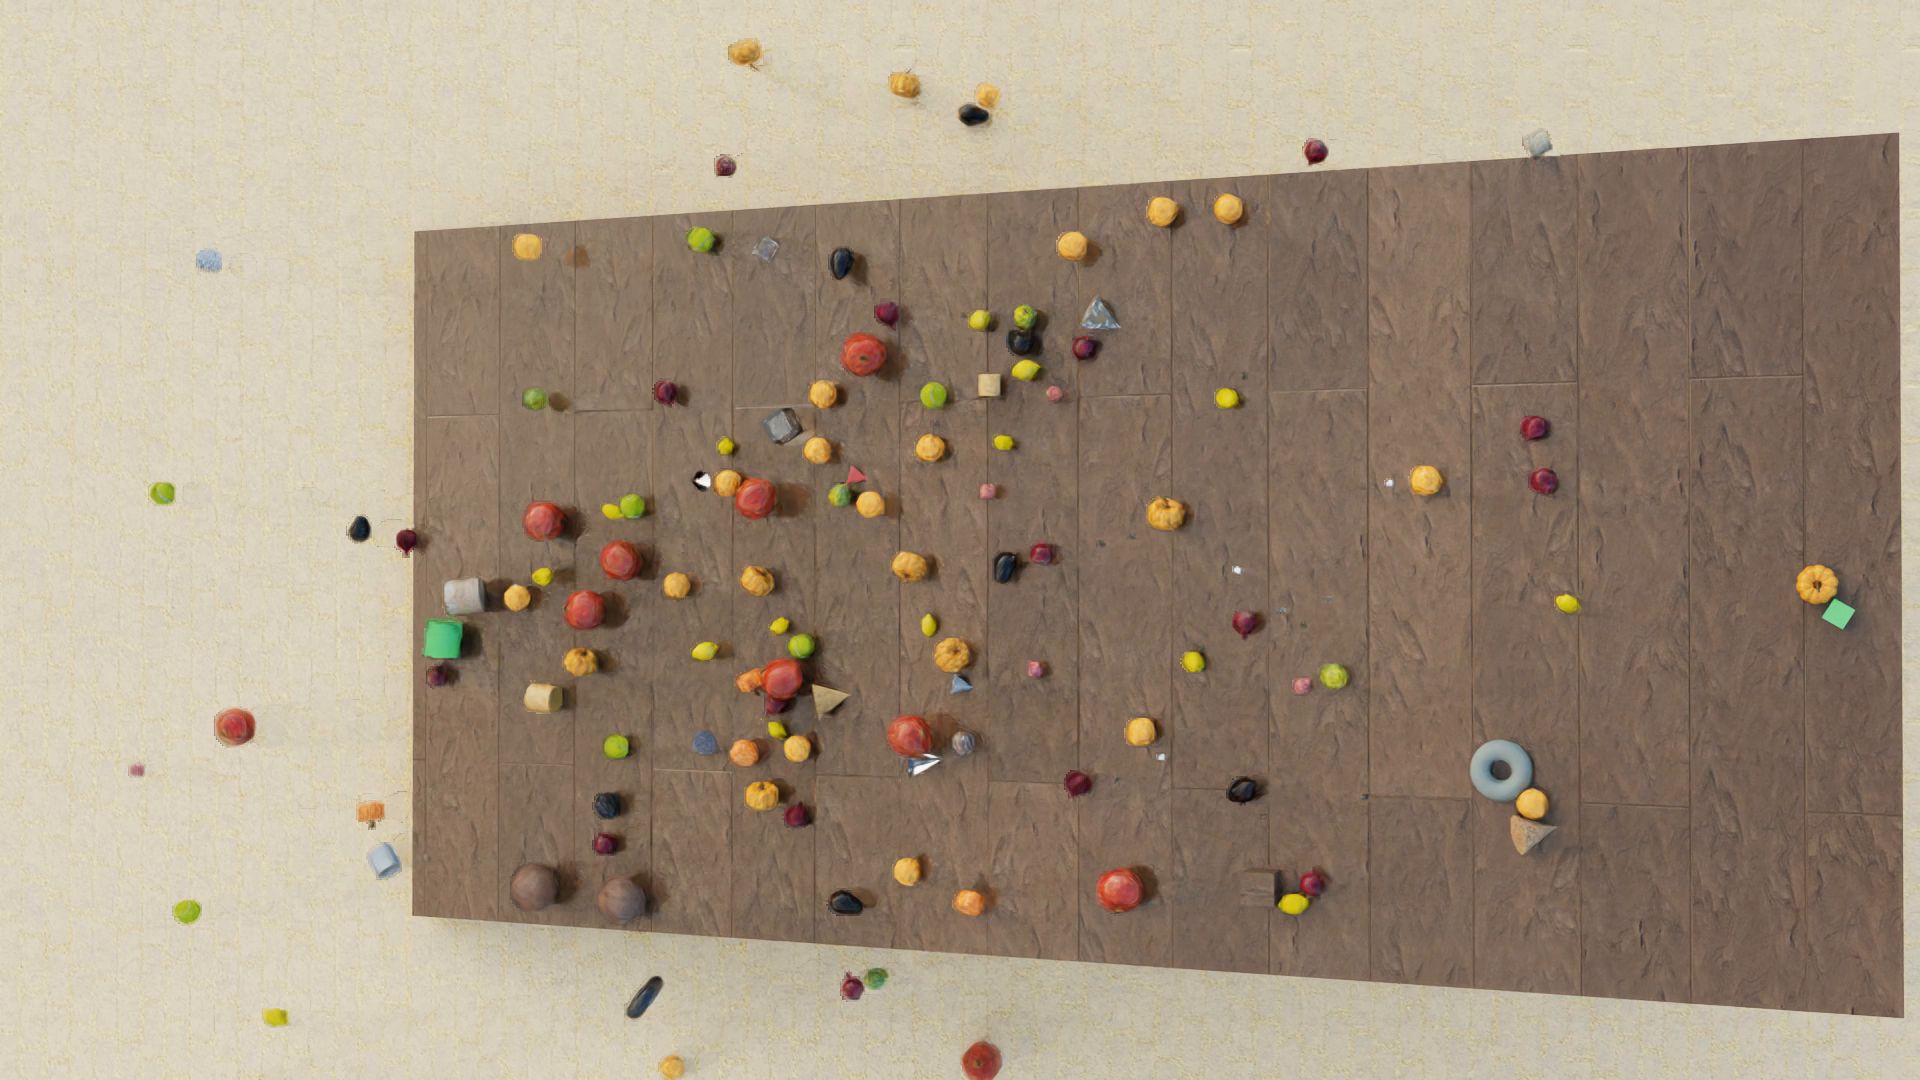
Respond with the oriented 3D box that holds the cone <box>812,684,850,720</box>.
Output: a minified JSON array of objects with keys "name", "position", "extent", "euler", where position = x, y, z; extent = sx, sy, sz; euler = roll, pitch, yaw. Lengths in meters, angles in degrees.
[{"name":"cone","position":[-0.341,0.425,5.904],"extent":[0.099,0.099,0.099],"euler":[-11,89,-6]}]

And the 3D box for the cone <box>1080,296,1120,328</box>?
[{"name":"cone","position":[0.370,-0.566,5.639],"extent":[0.091,0.091,0.091],"euler":[26,89,-7]}]

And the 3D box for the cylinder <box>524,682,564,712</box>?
[{"name":"cylinder","position":[-1.176,0.446,6.213],"extent":[0.077,0.077,0.077],"euler":[5,89,21]}]

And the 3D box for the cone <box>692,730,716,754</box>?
[{"name":"cone","position":[-0.720,0.569,6.057],"extent":[0.071,0.071,0.071],"euler":[19,55,-31]}]

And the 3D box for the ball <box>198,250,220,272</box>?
[{"name":"ball","position":[-2.218,-0.822,6.498],"extent":[0.065,0.065,0.065],"euler":[0,89,0]}]

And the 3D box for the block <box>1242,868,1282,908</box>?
[{"name":"block","position":[0.747,0.861,5.451],"extent":[0.081,0.081,0.081],"euler":[0,89,21]}]

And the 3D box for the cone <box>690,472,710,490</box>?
[{"name":"cone","position":[-0.729,-0.160,6.074],"extent":[0.055,0.055,0.055],"euler":[5,82,-42]}]

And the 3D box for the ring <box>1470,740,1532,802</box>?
[{"name":"ring","position":[1.294,0.552,5.258],"extent":[0.147,0.049,0.147],"euler":[0,90,22]}]

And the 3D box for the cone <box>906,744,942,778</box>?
[{"name":"cone","position":[-0.092,0.582,5.804],"extent":[0.089,0.089,0.089],"euler":[-4,89,-4]}]

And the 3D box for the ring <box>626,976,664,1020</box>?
[{"name":"ring","position":[-0.901,1.309,6.291],"extent":[0.048,0.143,0.143],"euler":[39,89,-1]}]

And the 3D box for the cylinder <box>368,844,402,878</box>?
[{"name":"cylinder","position":[-1.676,0.935,6.408],"extent":[0.070,0.070,0.070],"euler":[-40,61,0]}]

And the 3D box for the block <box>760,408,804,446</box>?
[{"name":"block","position":[-0.481,-0.308,5.953],"extent":[0.072,0.072,0.072],"euler":[-33,78,18]}]

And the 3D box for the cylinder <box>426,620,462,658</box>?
[{"name":"cylinder","position":[-1.484,0.285,6.323],"extent":[0.098,0.098,0.098],"euler":[6,93,0]}]

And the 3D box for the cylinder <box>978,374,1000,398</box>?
[{"name":"cylinder","position":[0.078,-0.401,5.742],"extent":[0.058,0.058,0.058],"euler":[1,89,0]}]

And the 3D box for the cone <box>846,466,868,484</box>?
[{"name":"cone","position":[-0.272,-0.170,5.895],"extent":[0.052,0.052,0.052],"euler":[14,89,-6]}]

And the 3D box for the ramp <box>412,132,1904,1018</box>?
[{"name":"ramp","position":[0.282,0.087,5.741],"extent":[4.000,0.100,2.000],"euler":[0,89,21]}]

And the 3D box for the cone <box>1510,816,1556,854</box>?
[{"name":"cone","position":[1.373,0.692,5.228],"extent":[0.095,0.095,0.095],"euler":[-11,89,-6]}]

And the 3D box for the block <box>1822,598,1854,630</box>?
[{"name":"block","position":[1.992,0.167,4.987],"extent":[0.051,0.051,0.051],"euler":[33,101,19]}]

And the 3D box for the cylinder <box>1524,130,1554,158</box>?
[{"name":"cylinder","position":[1.379,-0.944,5.243],"extent":[0.052,0.052,0.052],"euler":[-27,89,16]}]

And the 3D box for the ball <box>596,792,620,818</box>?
[{"name":"ball","position":[-0.982,0.740,6.137],"extent":[0.071,0.071,0.071],"euler":[0,89,0]}]

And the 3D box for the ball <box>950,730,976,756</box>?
[{"name":"ball","position":[0.007,0.532,5.754],"extent":[0.066,0.066,0.066],"euler":[0,89,0]}]
